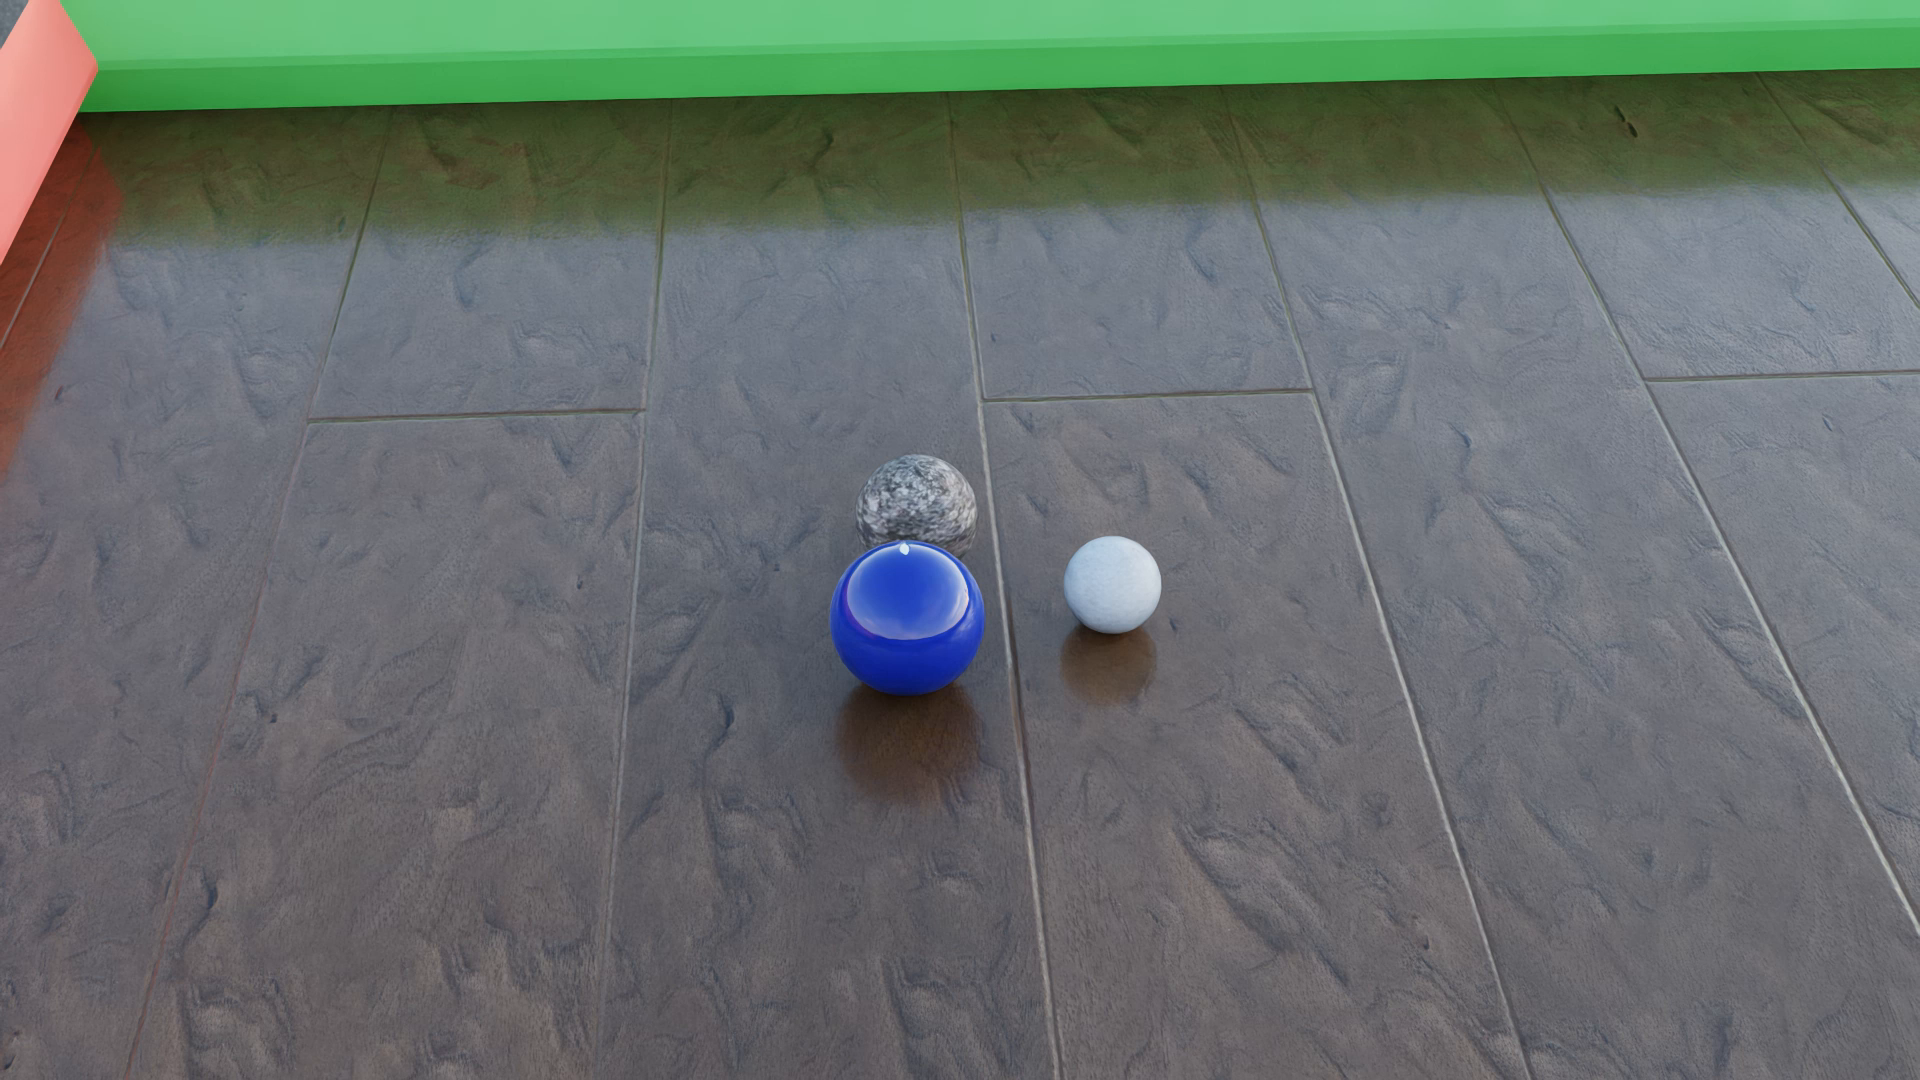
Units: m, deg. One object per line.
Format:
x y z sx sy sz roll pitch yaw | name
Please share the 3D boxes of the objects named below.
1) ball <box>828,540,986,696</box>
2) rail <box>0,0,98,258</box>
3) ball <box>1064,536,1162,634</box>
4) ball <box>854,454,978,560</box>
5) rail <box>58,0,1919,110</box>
-0.033 0.049 1.619 0.099 0.099 0.099 0 36 0 | ball
-0.735 0.004 1.654 0.045 0.128 1.529 -2 36 -3 | rail
0.100 0.029 1.676 0.064 0.064 0.064 0 36 0 | ball
-0.029 -0.016 1.723 0.083 0.083 0.083 0 36 0 | ball
0.718 -0.475 2.323 3.039 0.128 0.045 -2 36 -3 | rail
